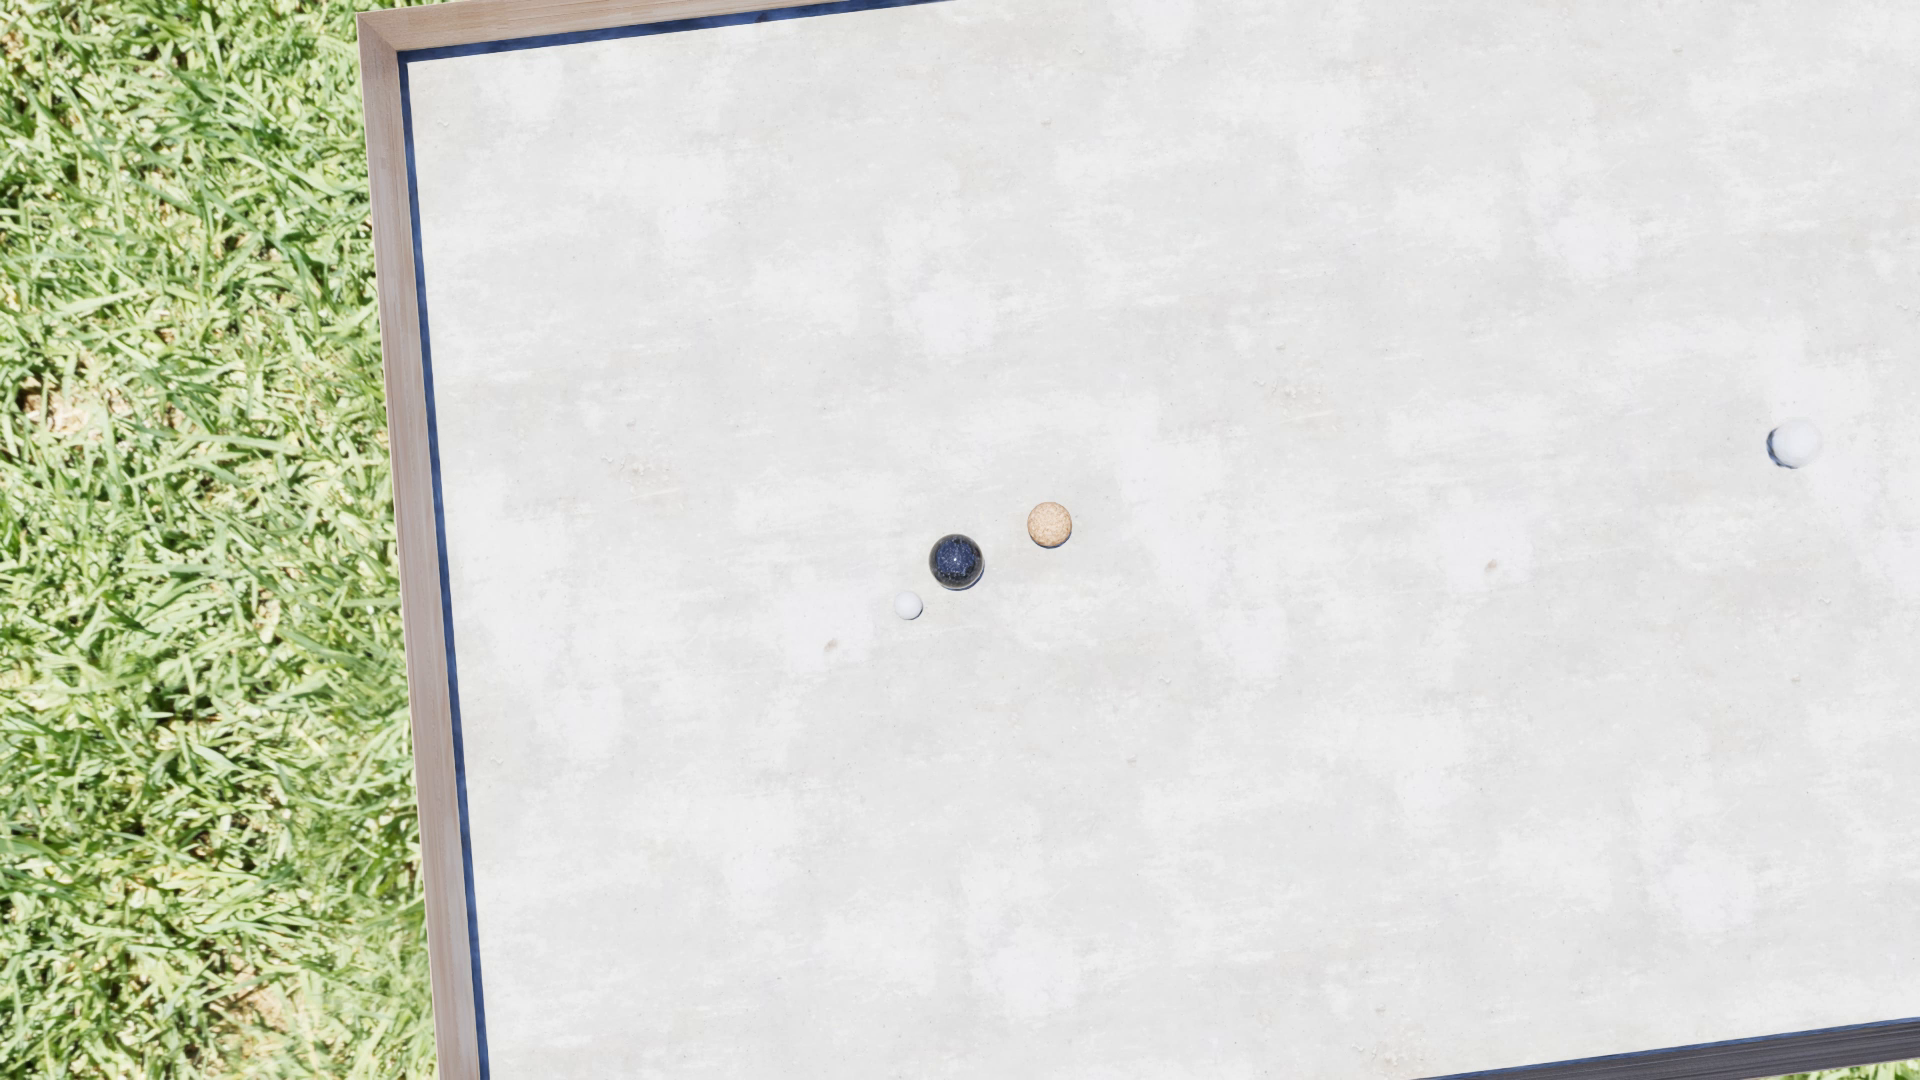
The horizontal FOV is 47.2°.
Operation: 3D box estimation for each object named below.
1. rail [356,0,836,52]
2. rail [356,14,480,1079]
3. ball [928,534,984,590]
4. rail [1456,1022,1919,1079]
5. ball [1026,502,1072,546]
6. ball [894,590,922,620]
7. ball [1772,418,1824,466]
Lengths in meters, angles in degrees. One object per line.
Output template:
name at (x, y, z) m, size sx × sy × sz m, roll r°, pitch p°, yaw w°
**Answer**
rail at (0.706, -0.965, 3.433) m, size 3.273 × 0.108 × 0.045 m, roll -7°, pitch 80°, yaw -1°
rail at (-0.789, 0.090, 3.247) m, size 0.045 × 0.108 × 1.816 m, roll -7°, pitch 80°, yaw -1°
ball at (-0.006, 0.031, 3.271) m, size 0.083 × 0.083 × 0.083 m, roll 0°, pitch 80°, yaw 0°
rail at (0.919, 0.764, 3.129) m, size 3.273 × 0.108 × 0.045 m, roll -7°, pitch 80°, yaw -1°
ball at (0.134, -0.024, 3.289) m, size 0.068 × 0.068 × 0.068 m, roll 0°, pitch 80°, yaw 0°
ball at (-0.078, 0.097, 3.280) m, size 0.043 × 0.043 × 0.043 m, roll 0°, pitch 80°, yaw 0°
ball at (1.260, -0.146, 3.308) m, size 0.073 × 0.073 × 0.073 m, roll 0°, pitch 80°, yaw 0°
